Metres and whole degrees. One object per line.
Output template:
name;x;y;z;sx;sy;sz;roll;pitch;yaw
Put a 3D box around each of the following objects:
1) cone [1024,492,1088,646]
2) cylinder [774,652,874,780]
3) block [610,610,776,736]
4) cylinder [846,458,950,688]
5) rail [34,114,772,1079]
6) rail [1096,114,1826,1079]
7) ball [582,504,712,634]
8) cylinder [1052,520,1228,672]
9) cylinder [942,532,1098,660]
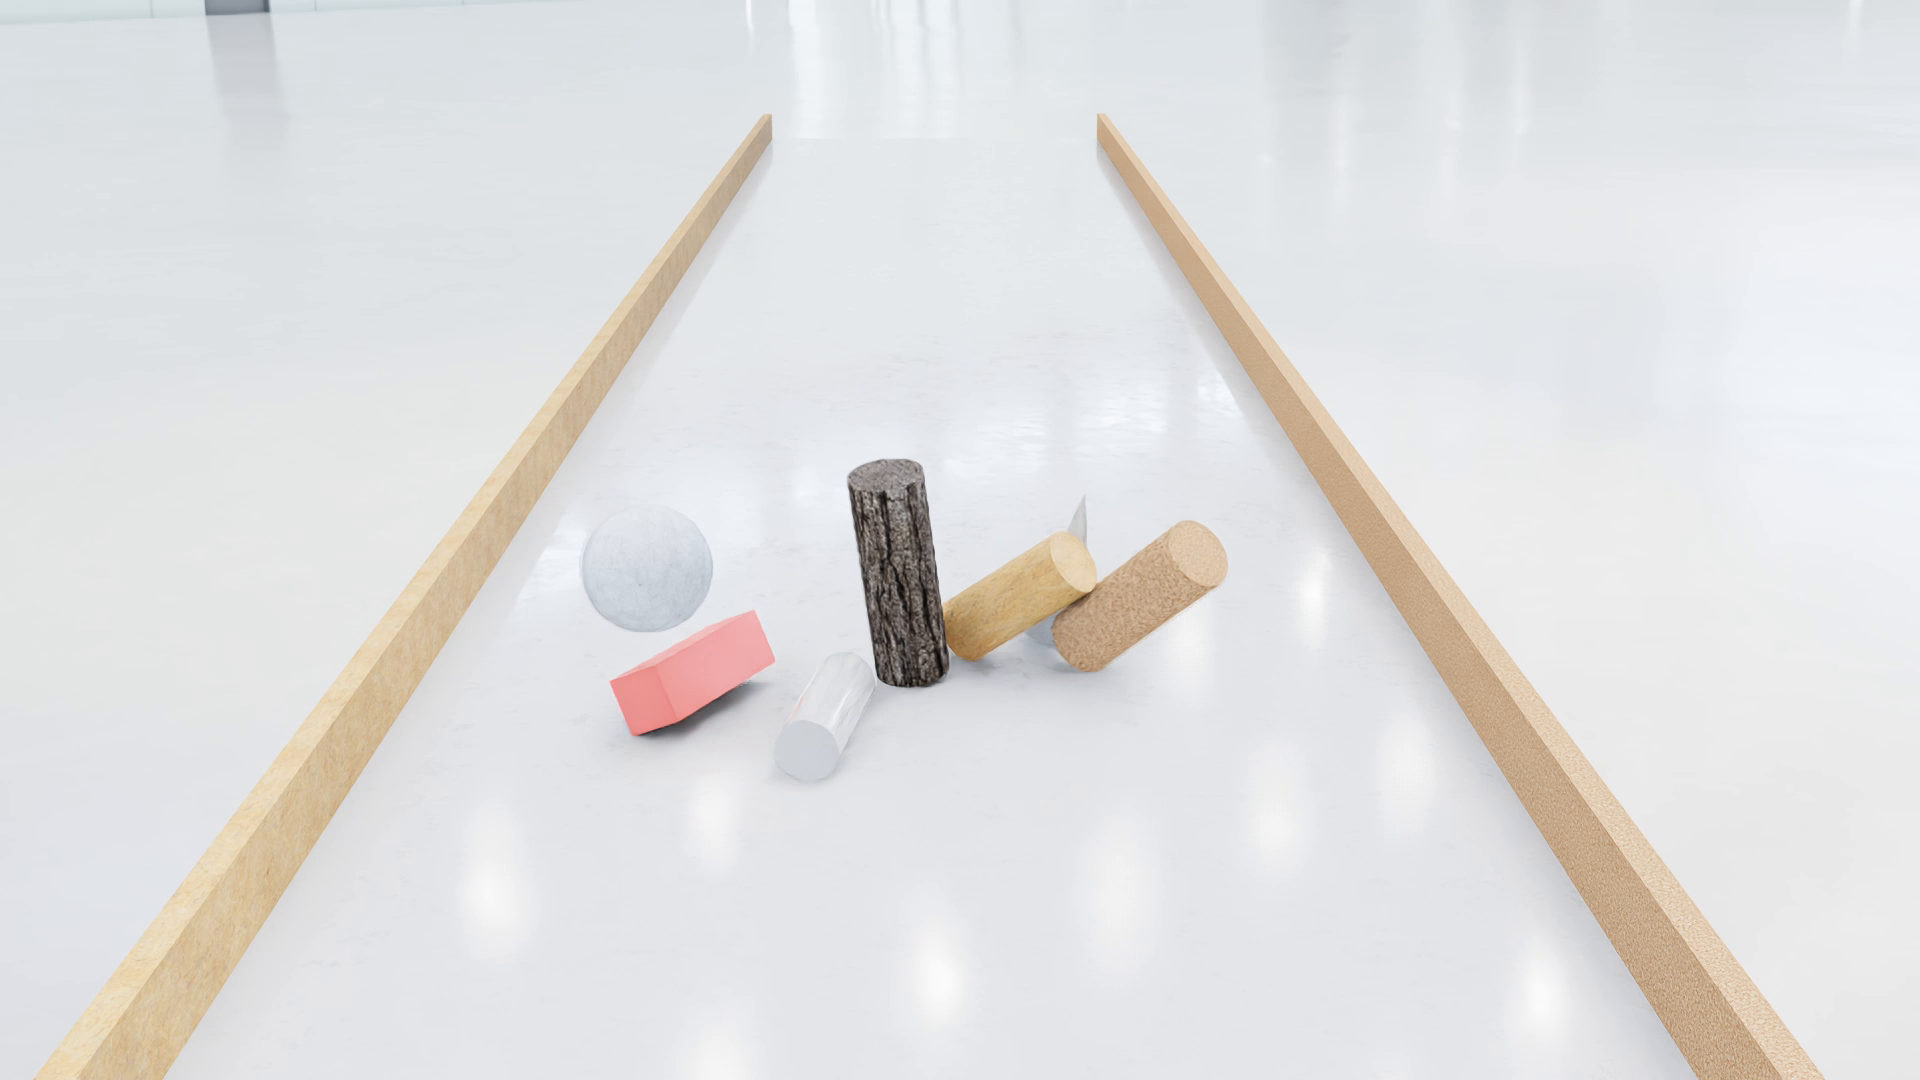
cone;0.225;0.046;4.476;0.149;0.316;0.149;9;23;-4
cylinder;-0.241;0.314;3.975;0.113;0.113;0.358;2;17;8
block;-0.498;0.247;4.140;0.111;0.111;0.355;-20;6;29
cylinder;-0.116;0.064;4.229;0.146;0.424;0.146;-6;27;3
rail;-1.118;-0.838;7.780;0.050;0.150;12.000;0;17;-1
rail;0.932;-0.844;7.801;0.050;0.150;12.000;0;17;-1
ball;-0.550;0.050;3.865;0.229;0.229;0.229;0;17;0
cylinder;0.342;0.112;4.233;0.139;0.139;0.387;-15;-17;-41
cylinder;0.111;0.112;4.337;0.313;0.133;0.133;-33;-4;34
